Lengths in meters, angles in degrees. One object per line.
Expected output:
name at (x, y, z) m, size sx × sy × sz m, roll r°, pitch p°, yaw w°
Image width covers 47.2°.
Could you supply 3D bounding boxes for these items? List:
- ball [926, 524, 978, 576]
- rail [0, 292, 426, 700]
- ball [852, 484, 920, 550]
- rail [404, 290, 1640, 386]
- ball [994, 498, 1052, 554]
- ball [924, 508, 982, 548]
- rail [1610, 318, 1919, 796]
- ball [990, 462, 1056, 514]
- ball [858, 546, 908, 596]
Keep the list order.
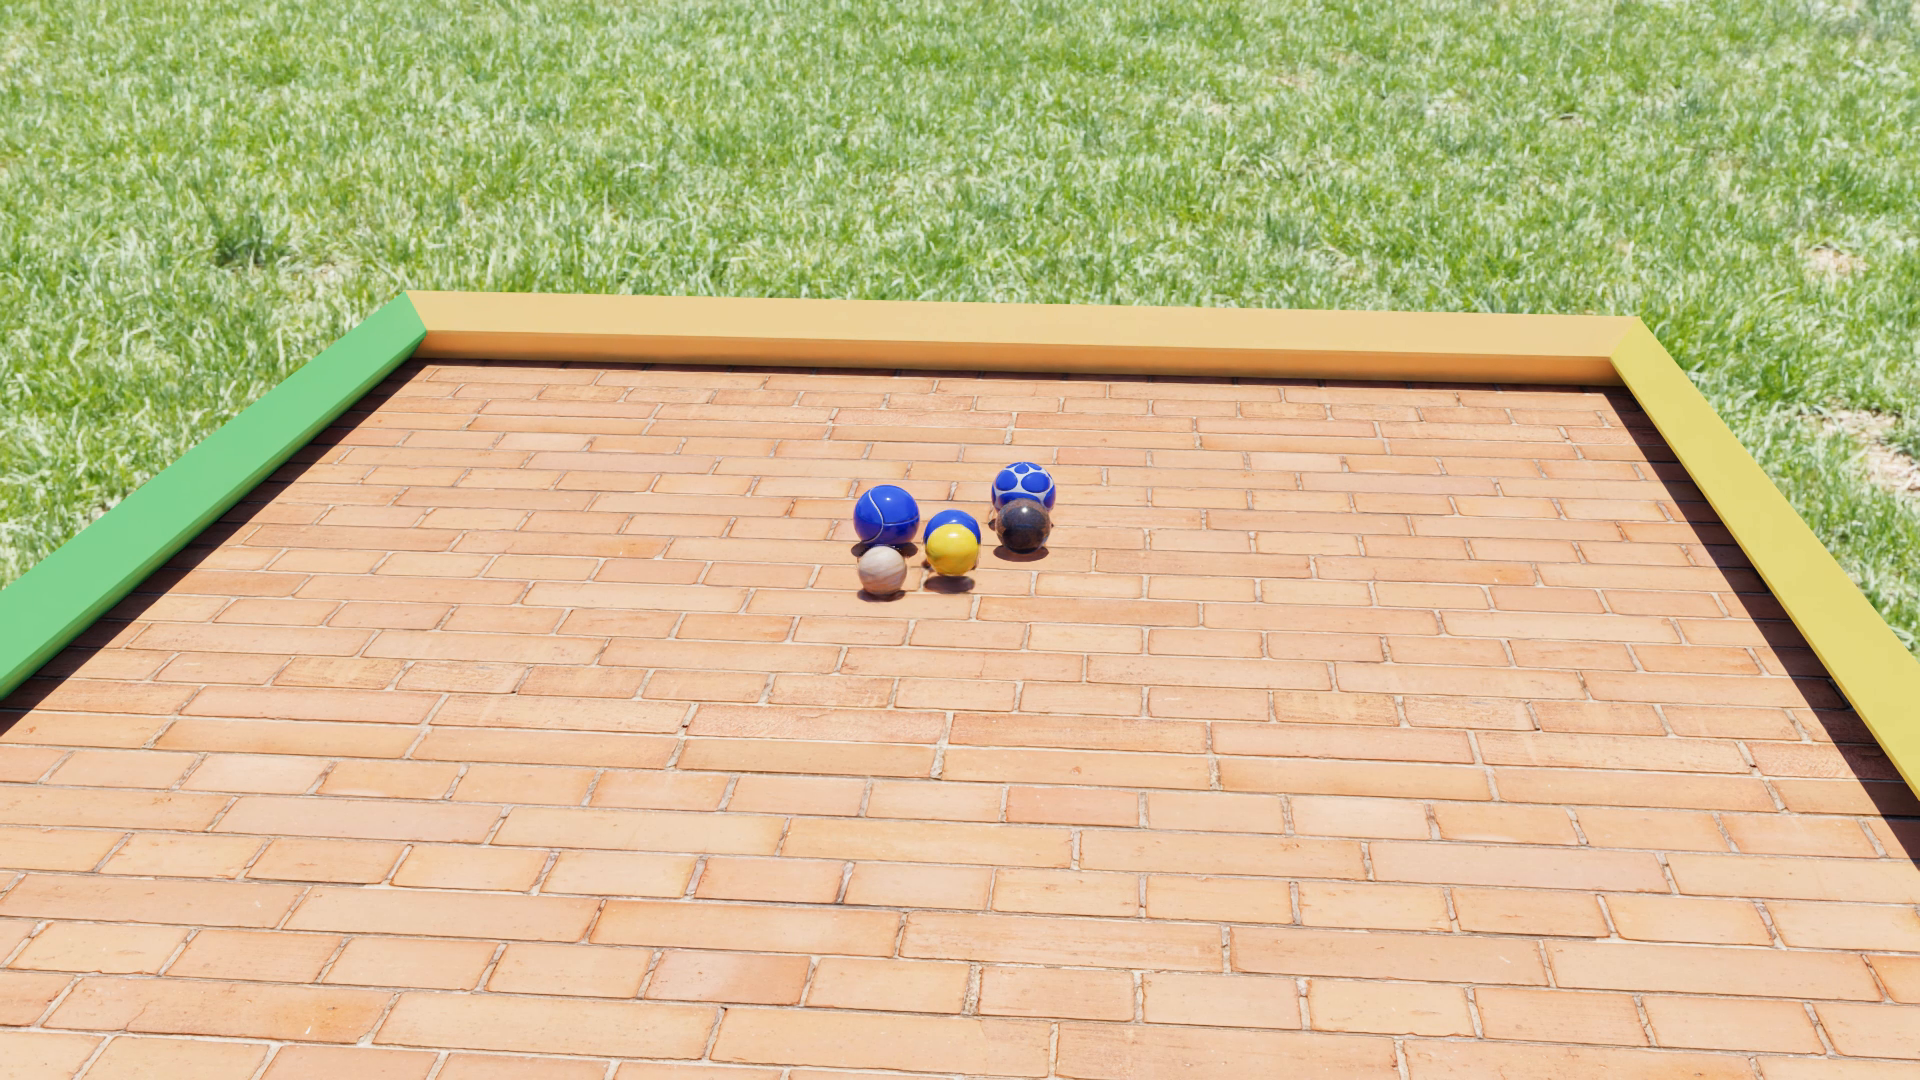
ball at (-0.009, 0.011, 2.446) m, size 0.060 × 0.060 × 0.060 m, roll 0°, pitch 20°, yaw 0°
rail at (-0.955, 0.241, 1.793) m, size 0.045 × 0.103 × 3.285 m, roll 2°, pitch 20°, yaw 5°
ball at (-0.085, -0.025, 2.548) m, size 0.079 × 0.079 × 0.079 m, roll 0°, pitch 20°, yaw 0°
rail at (0.069, -0.292, 3.234) m, size 1.823 × 0.103 × 0.045 m, roll 2°, pitch 20°, yaw 5°
ball at (0.073, -0.016, 2.544) m, size 0.065 × 0.065 × 0.065 m, roll 0°, pitch 20°, yaw 0°
ball at (-0.009, -0.003, 2.507) m, size 0.066 × 0.066 × 0.066 m, roll 0°, pitch 20°, yaw 0°
rail at (0.814, 0.294, 1.650) m, size 0.045 × 0.103 × 3.285 m, roll 2°, pitch 20°, yaw 5°
ball at (0.076, -0.055, 2.628) m, size 0.079 × 0.079 × 0.079 m, roll 0°, pitch 20°, yaw 0°
ball at (-0.086, 0.034, 2.423) m, size 0.055 × 0.055 × 0.055 m, roll 0°, pitch 20°, yaw 0°
